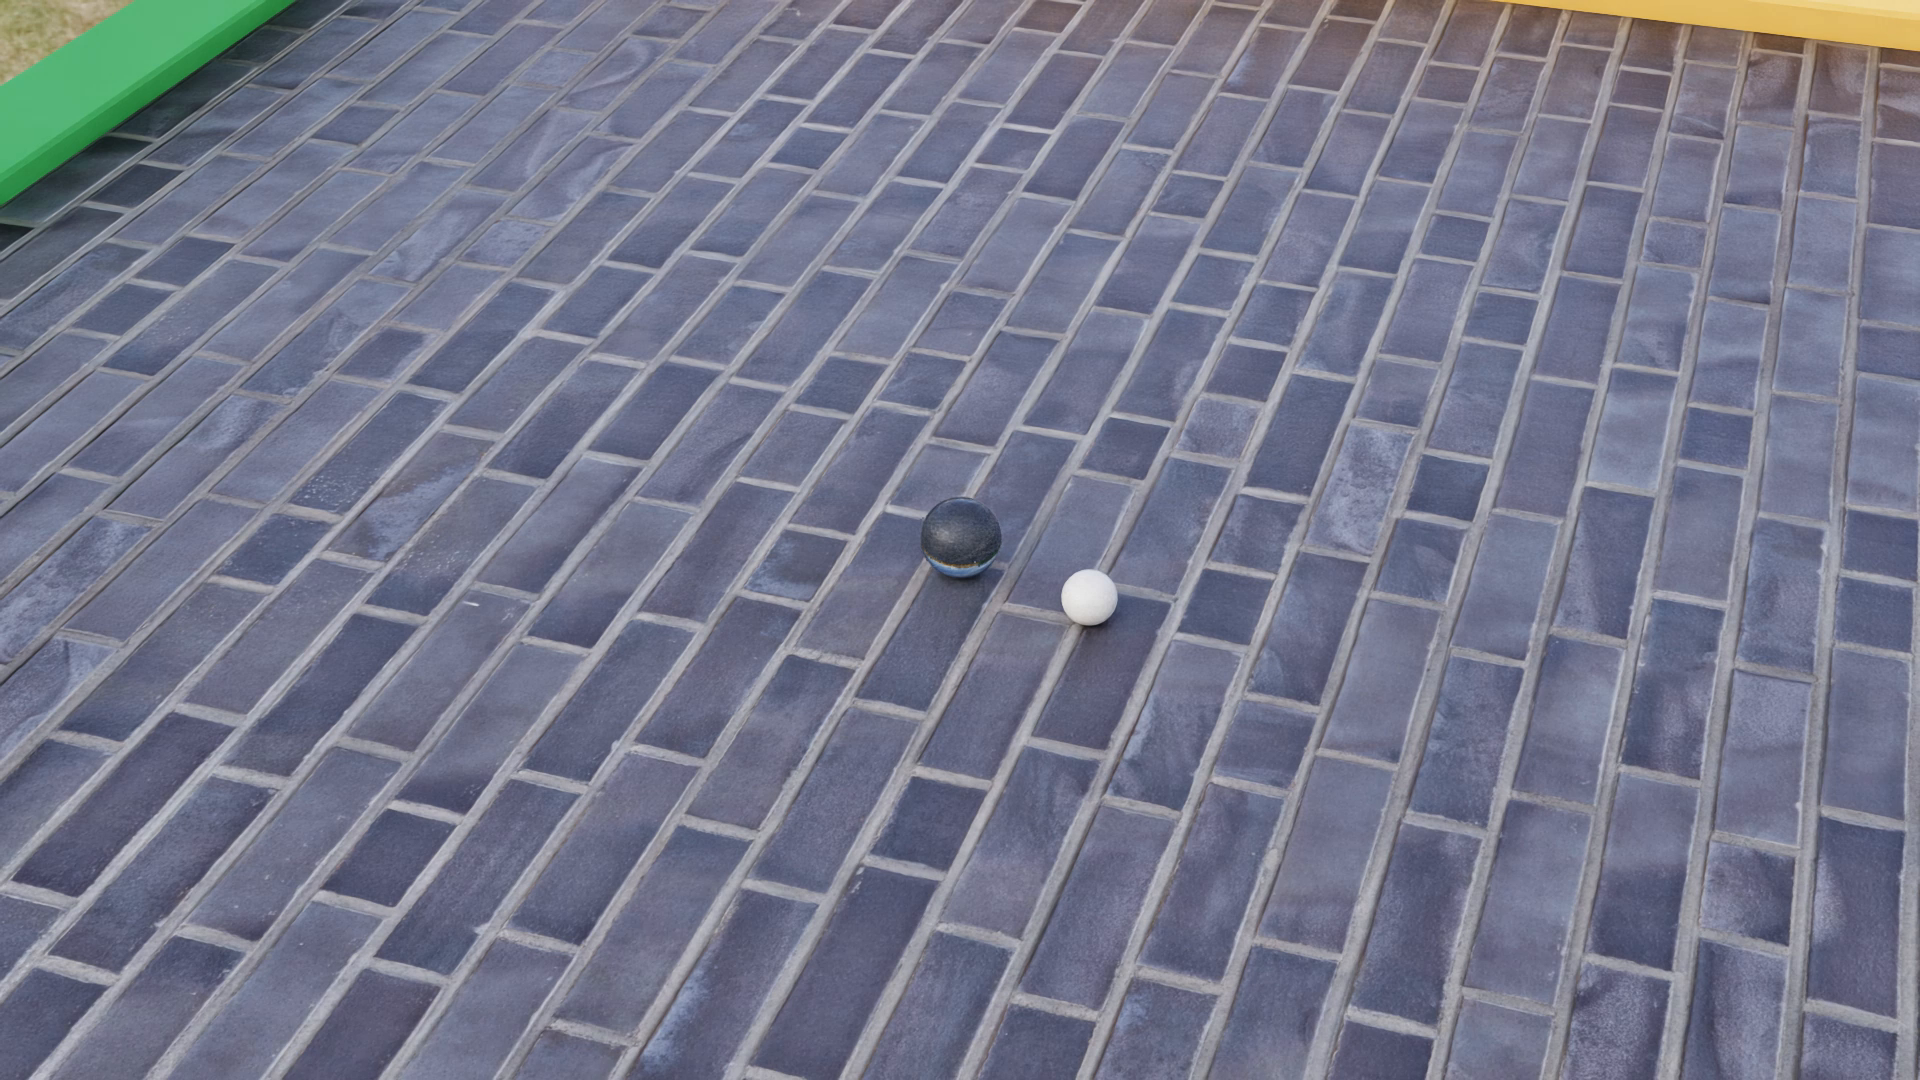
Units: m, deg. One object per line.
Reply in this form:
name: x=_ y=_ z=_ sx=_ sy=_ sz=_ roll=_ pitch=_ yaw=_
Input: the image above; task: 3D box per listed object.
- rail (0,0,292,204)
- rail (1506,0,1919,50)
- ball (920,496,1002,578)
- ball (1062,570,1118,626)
rail: x=-1.020 y=-0.211 z=2.249 sx=0.045 sy=0.109 sz=2.603 roll=10 pitch=35 yaw=15
rail: x=1.443 y=-0.506 z=2.691 sx=4.391 sy=0.109 sz=0.045 roll=10 pitch=35 yaw=15
ball: x=0.001 y=-0.002 z=1.978 sx=0.063 sy=0.063 sz=0.063 roll=0 pitch=34 yaw=0
ball: x=0.097 y=0.043 z=1.929 sx=0.043 sy=0.043 sz=0.043 roll=0 pitch=34 yaw=0
